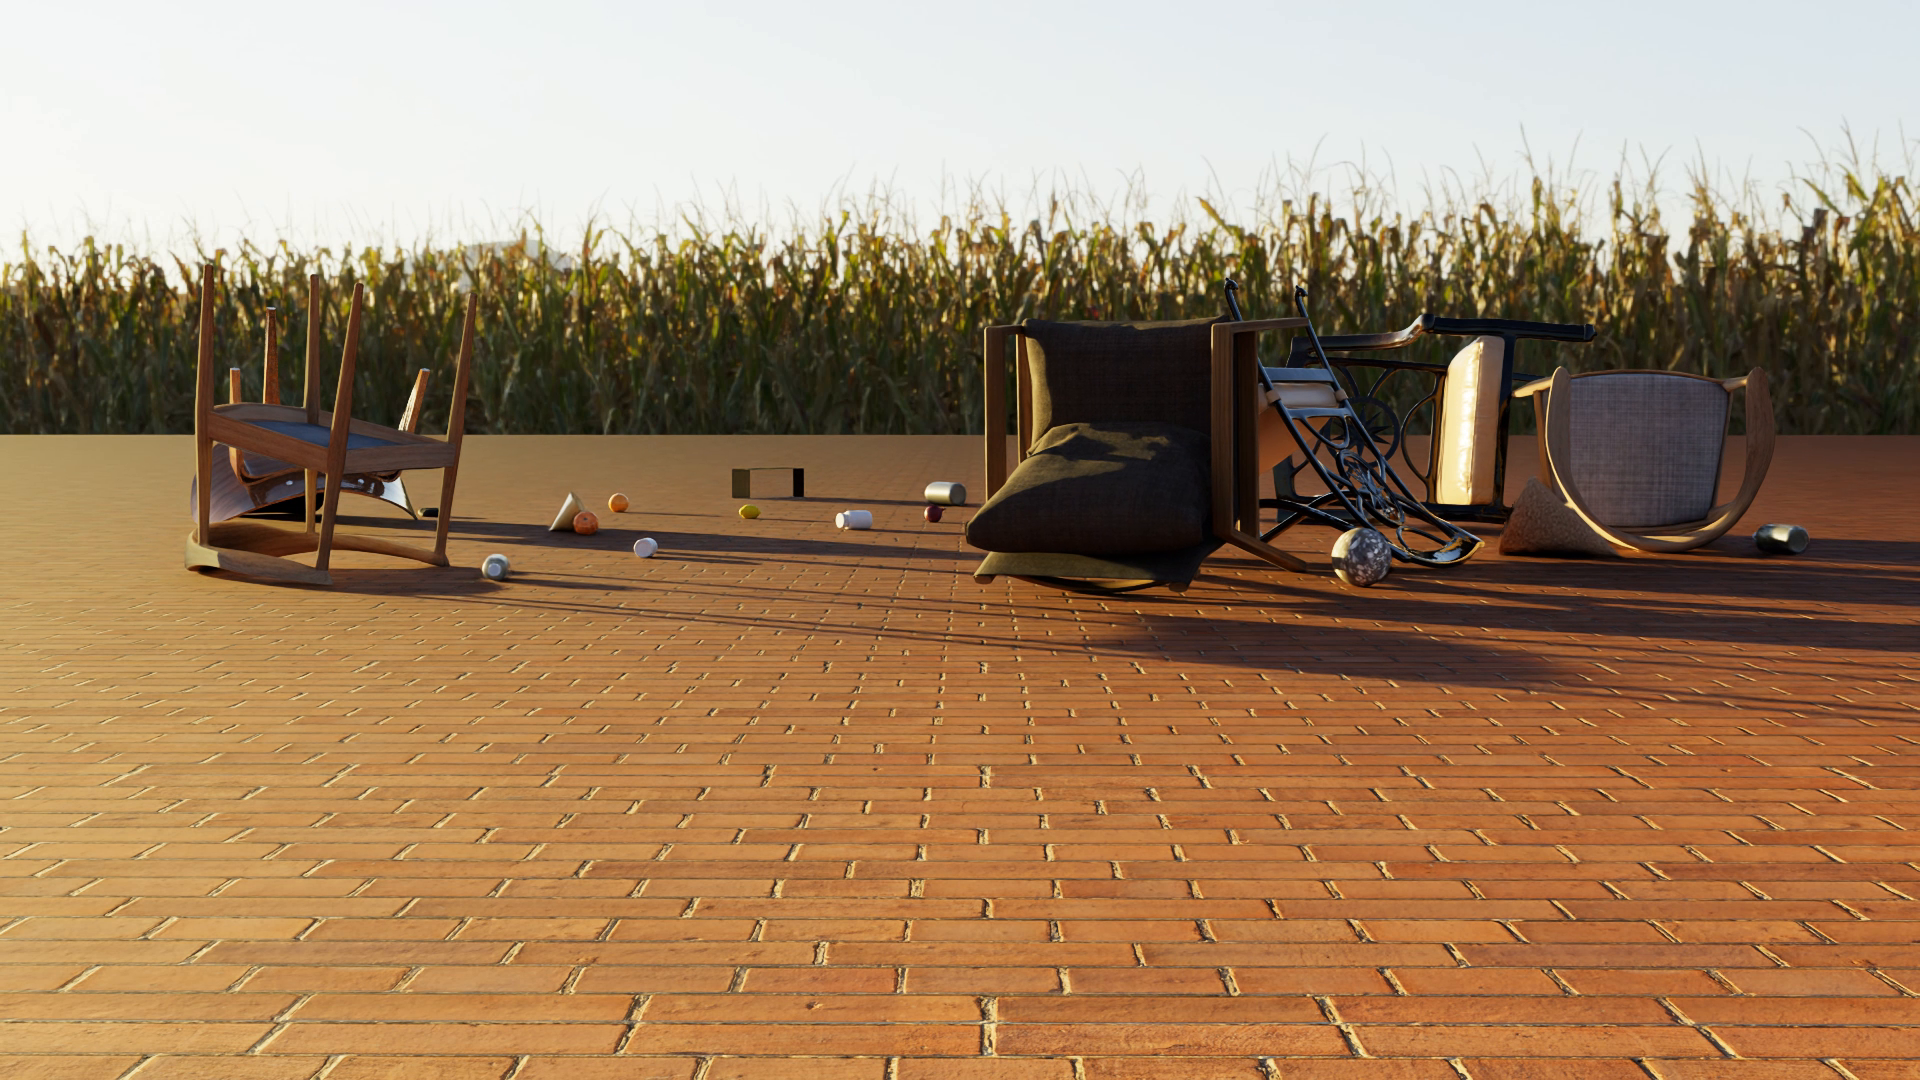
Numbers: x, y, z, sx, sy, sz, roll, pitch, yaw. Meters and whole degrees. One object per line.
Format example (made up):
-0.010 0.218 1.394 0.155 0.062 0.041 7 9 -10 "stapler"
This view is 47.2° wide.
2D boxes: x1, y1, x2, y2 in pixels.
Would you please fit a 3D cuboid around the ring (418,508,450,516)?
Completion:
-1.856 -0.097 7.757 0.122 0.029 0.089 3 6 31 "ring"

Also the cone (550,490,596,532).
-1.246 -0.061 6.961 0.126 0.151 0.273 -32 7 -4 "cone"

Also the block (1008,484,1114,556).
0.275 -0.056 6.028 0.163 0.183 0.247 -4 5 -43 "block"

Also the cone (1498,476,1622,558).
1.640 -0.011 5.926 0.299 0.228 0.240 24 37 18 "cone"

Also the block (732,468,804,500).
-0.793 -0.235 9.085 0.277 0.120 0.125 -4 5 -42 "block"

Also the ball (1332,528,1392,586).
0.912 0.039 4.994 0.134 0.134 0.134 0 4 0 "ball"
